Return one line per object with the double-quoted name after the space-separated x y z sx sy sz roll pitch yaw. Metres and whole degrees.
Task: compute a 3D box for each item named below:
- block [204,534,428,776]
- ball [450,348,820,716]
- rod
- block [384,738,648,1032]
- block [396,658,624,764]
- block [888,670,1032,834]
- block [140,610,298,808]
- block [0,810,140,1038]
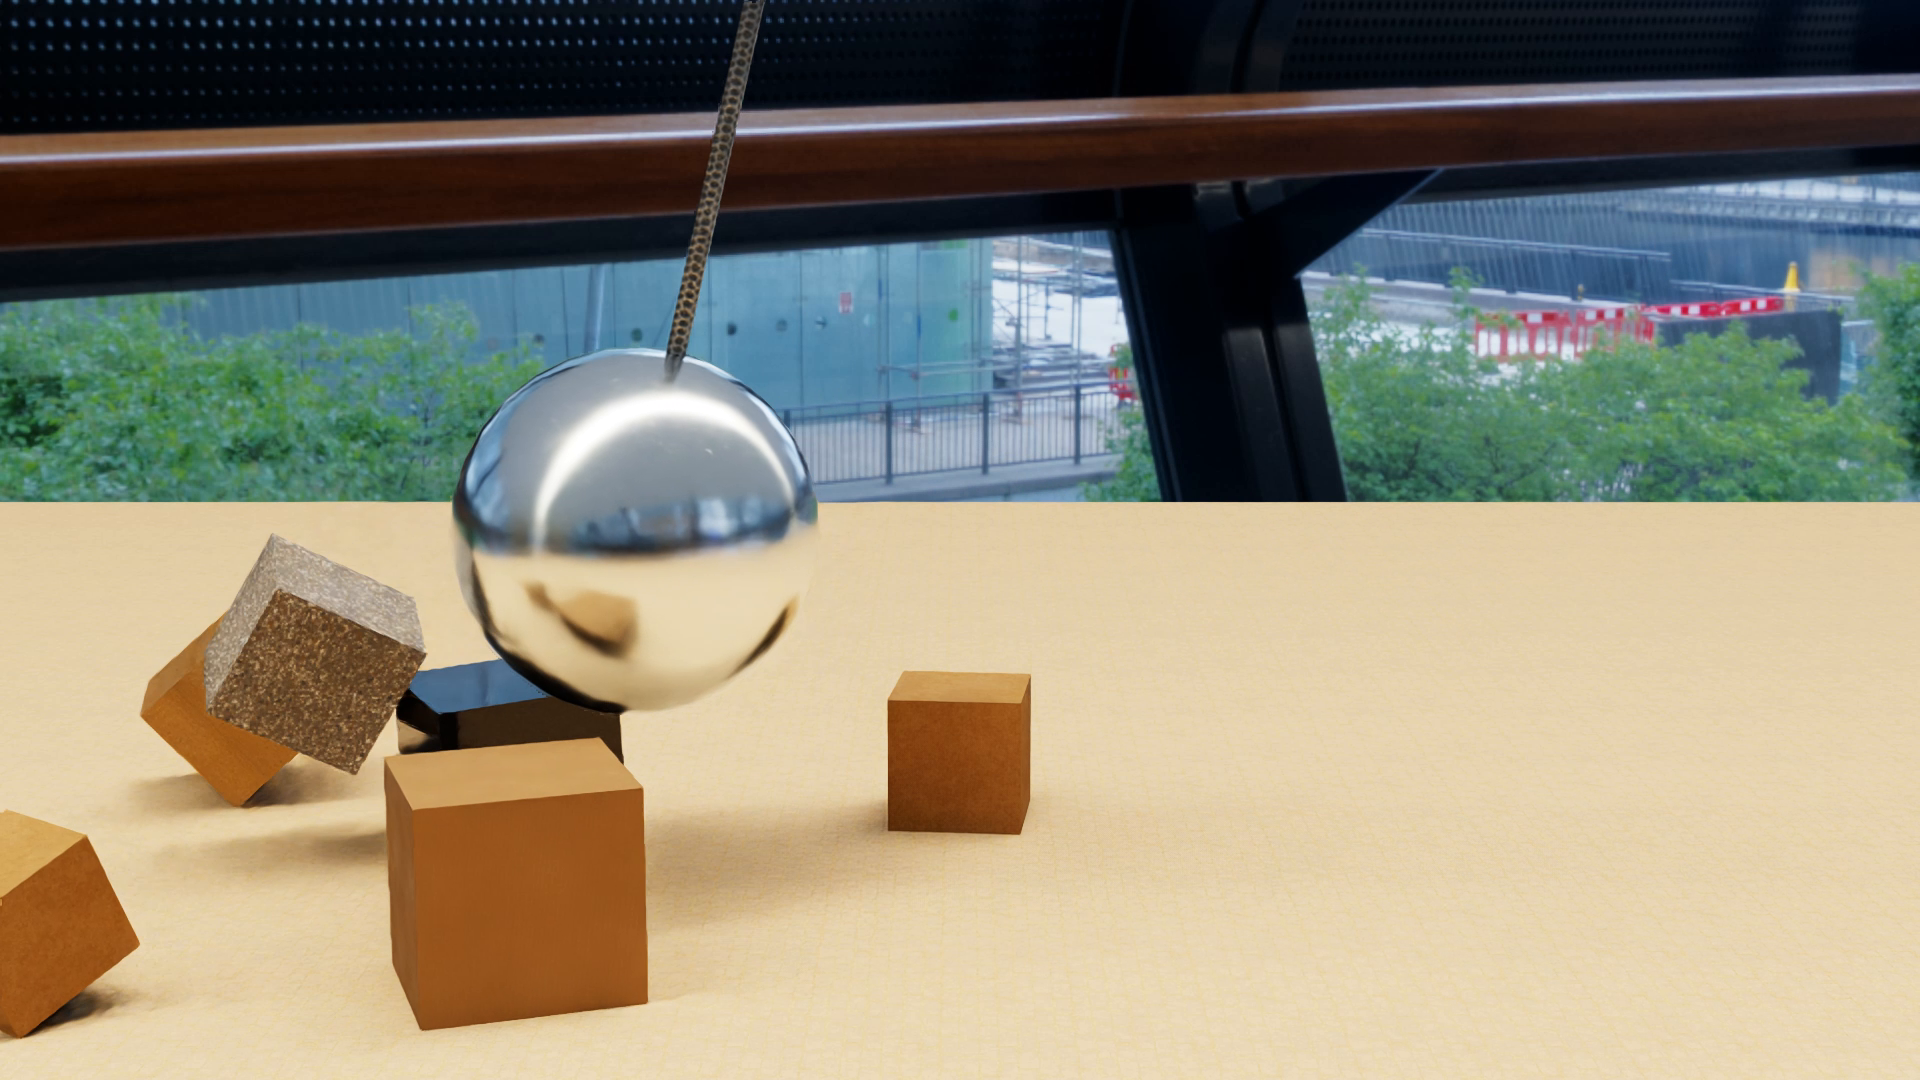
-2.924 0.514 11.603 0.724 0.660 0.656 27 11 -25 "block"
-1.409 -0.037 11.174 1.600 1.600 1.600 0 10 0 "ball"
-0.610 -3.289 10.582 0.080 5.200 0.080 13 10 -2 "rod"
-1.732 1.312 9.961 0.861 0.854 0.793 -4 11 -20 "block"
-2.077 1.008 11.828 0.824 0.745 0.822 -8 13 -25 "block"
0.003 1.008 12.254 0.624 0.633 0.598 1 10 6 "block"
-3.531 0.766 12.688 0.711 0.646 0.738 -42 17 -4 "block"
-3.572 1.439 9.679 0.542 0.525 0.572 8 36 38 "block"
